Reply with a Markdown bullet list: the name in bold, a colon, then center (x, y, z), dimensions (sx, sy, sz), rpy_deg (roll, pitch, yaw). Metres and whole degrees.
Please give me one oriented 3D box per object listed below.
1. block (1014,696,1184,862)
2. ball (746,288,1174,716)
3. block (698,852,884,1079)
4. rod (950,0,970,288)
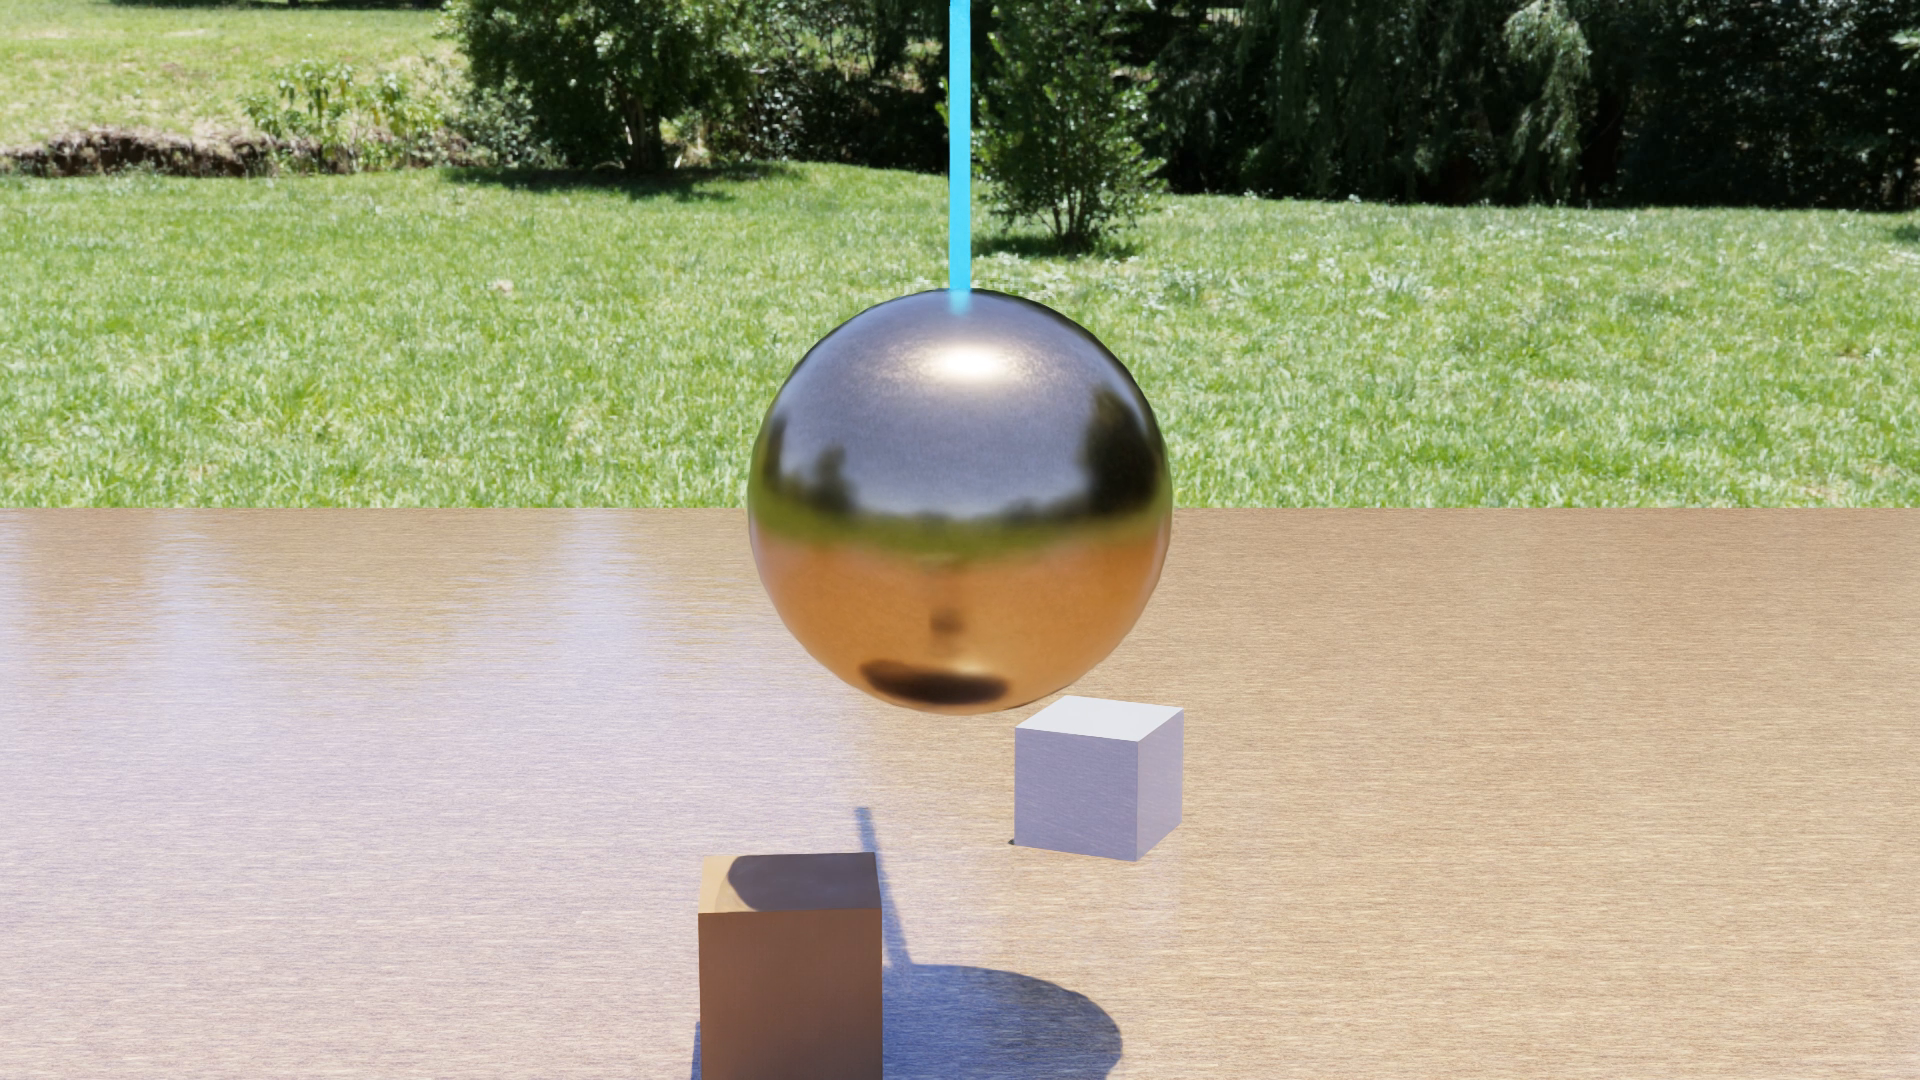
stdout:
- **block**: center (0.715, 1.203, 11.228), dimensions (0.652, 0.615, 0.706), rpy_deg (5, 11, 24)
- **ball**: center (0.000, -0.143, 8.251), dimensions (1.600, 1.600, 1.600), rpy_deg (0, 10, 0)
- **block**: center (-0.653, 1.655, 8.495), dimensions (0.677, 0.704, 0.655), rpy_deg (-1, 10, -4)
- **rod**: center (0.000, -3.375, 9.309), dimensions (0.080, 5.200, 0.080), rpy_deg (0, -18, 0)
